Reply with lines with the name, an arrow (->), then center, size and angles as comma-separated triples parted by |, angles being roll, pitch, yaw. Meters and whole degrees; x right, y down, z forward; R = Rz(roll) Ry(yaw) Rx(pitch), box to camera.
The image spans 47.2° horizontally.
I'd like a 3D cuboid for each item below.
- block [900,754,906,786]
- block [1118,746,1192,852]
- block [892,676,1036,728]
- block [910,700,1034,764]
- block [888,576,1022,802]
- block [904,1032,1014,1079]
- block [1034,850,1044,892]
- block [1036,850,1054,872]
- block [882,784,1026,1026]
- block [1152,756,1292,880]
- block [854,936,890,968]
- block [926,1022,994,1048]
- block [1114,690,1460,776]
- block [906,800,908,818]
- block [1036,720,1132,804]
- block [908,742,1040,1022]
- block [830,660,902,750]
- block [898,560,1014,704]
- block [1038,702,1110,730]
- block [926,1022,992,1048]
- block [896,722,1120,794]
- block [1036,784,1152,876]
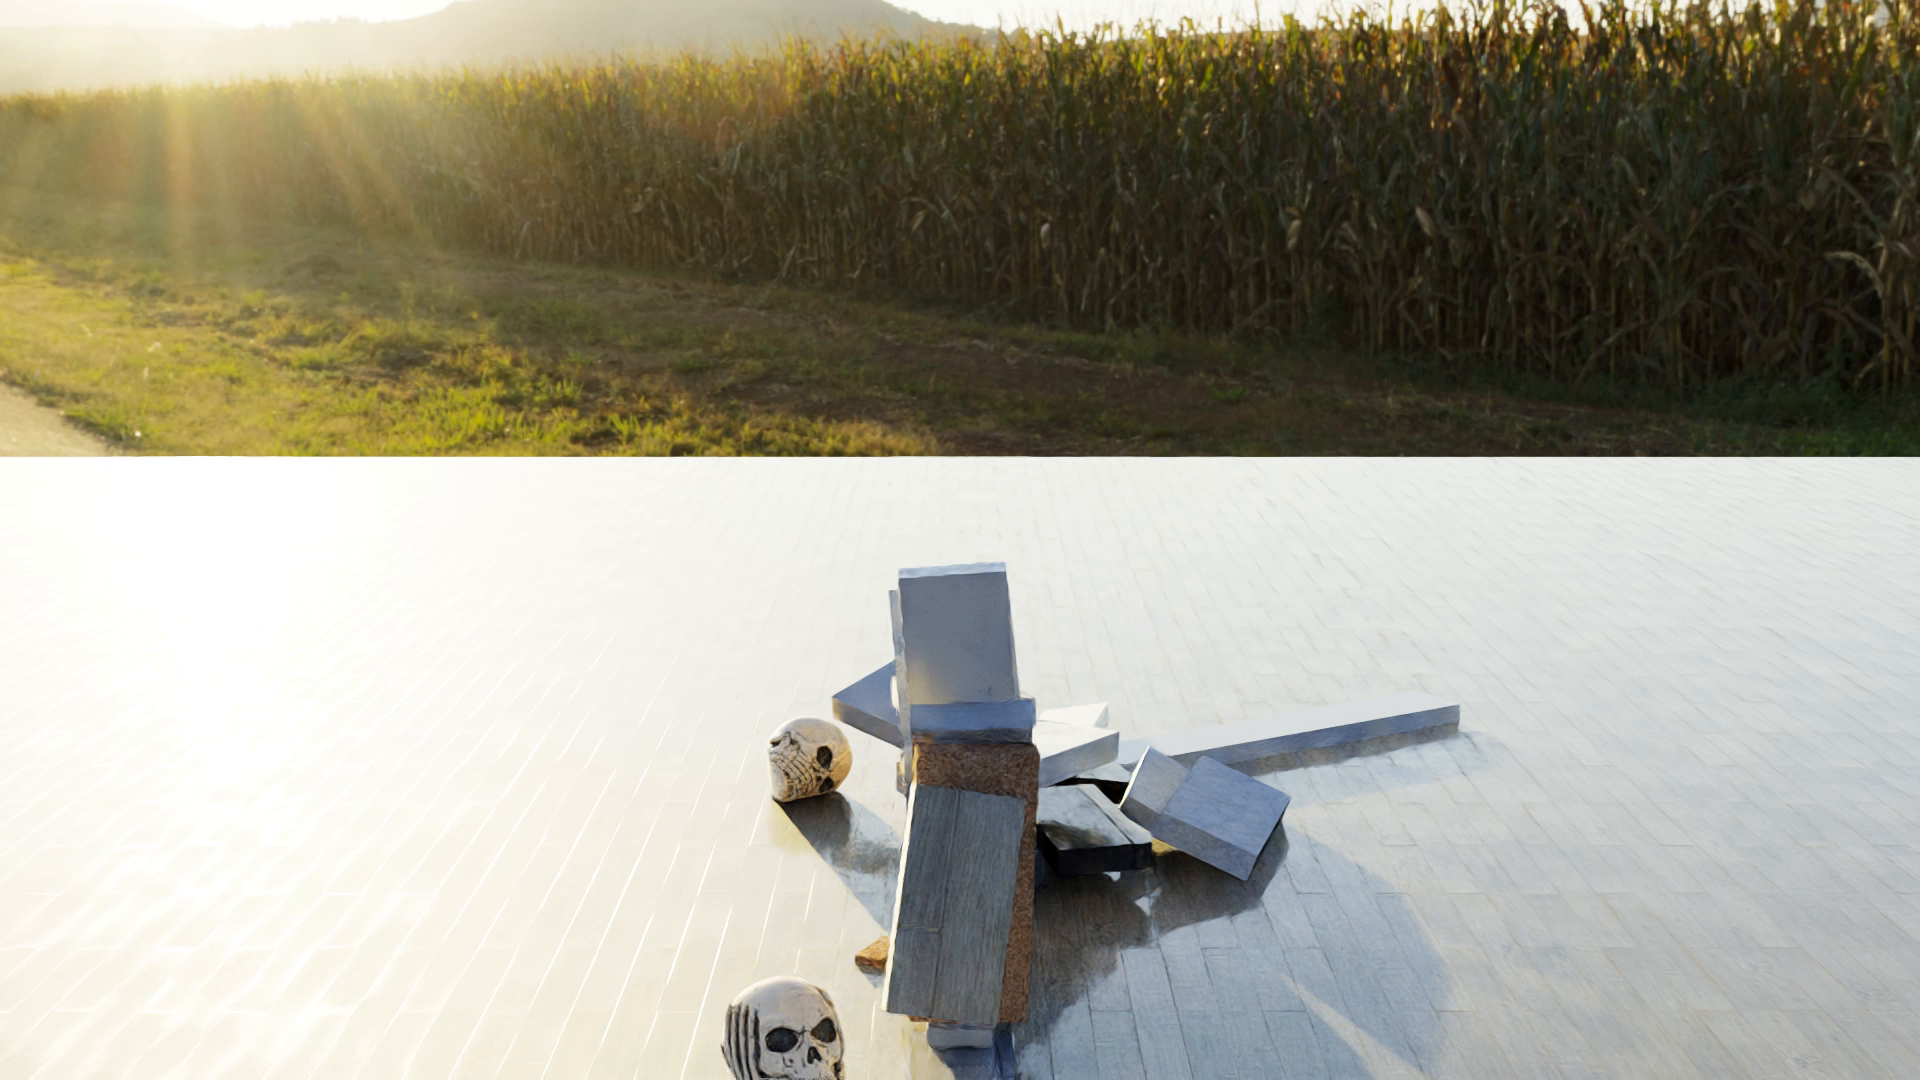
block -> 0.004, 0.327, 3.550 | 0.174, 0.049, 0.509 | -1, 4, 1
block -> 0.375, 0.469, 4.006 | 0.137, 0.039, 0.274 | 31, 18, 4
block -> 0.002, 0.269, 3.675 | 0.174, 0.049, 0.348 | -2, 4, -12
block -> 0.018, 0.336, 2.988 | 0.159, 0.318, 0.045 | -2, 48, 0
block -> 0.001, 0.233, 3.163 | 0.174, 0.348, 0.049 | -7, -20, 3
block -> -0.007, 0.763, 2.562 | 0.143, 0.041, 0.898 | 0, 9, 1
block -> 0.017, 0.479, 3.076 | 0.159, 0.045, 0.318 | -1, -15, -6
block -> 0.147, 0.519, 3.926 | 0.161, 0.046, 0.322 | -1, 11, -4
block -> -0.008, 0.461, 2.792 | 0.143, 0.286, 0.041 | 8, -5, -8
block -> 0.469, 0.489, 3.907 | 0.178, 0.050, 0.356 | 24, 17, 12
block -> -0.120, 0.635, 3.391 | 0.046, 0.013, 0.092 | 5, 11, 26
block -> -0.004, 0.656, 3.029 | 0.085, 0.024, 0.170 | 0, 8, -5
block -> 0.618, 0.408, 4.542 | 0.989, 0.039, 0.137 | -6, 12, -31
block -> -0.024, 0.396, 4.006 | 0.152, 0.303, 0.043 | 0, -30, -2
block -> 0.198, 0.418, 4.185 | 0.161, 0.046, 0.338 | 8, 12, -25
block -> 0.015, 0.452, 2.890 | 0.159, 0.372, 0.045 | 1, 13, -6
block -> -0.060, 0.338, 4.221 | 0.356, 0.050, 0.178 | 19, 36, 41
block -> 0.000, 0.175, 2.980 | 0.143, 0.286, 0.041 | -4, 18, 1
block -> 0.225, 0.387, 4.535 | 0.137, 0.039, 0.274 | -8, 5, 11
block -> 0.001, 0.636, 2.974 | 0.085, 0.024, 0.170 | 2, 13, 1
block -> 0.089, 0.371, 3.697 | 0.178, 0.050, 0.470 | 5, 6, 28
block -> 0.202, 0.497, 3.793 | 0.161, 0.046, 0.322 | -3, 12, -14
